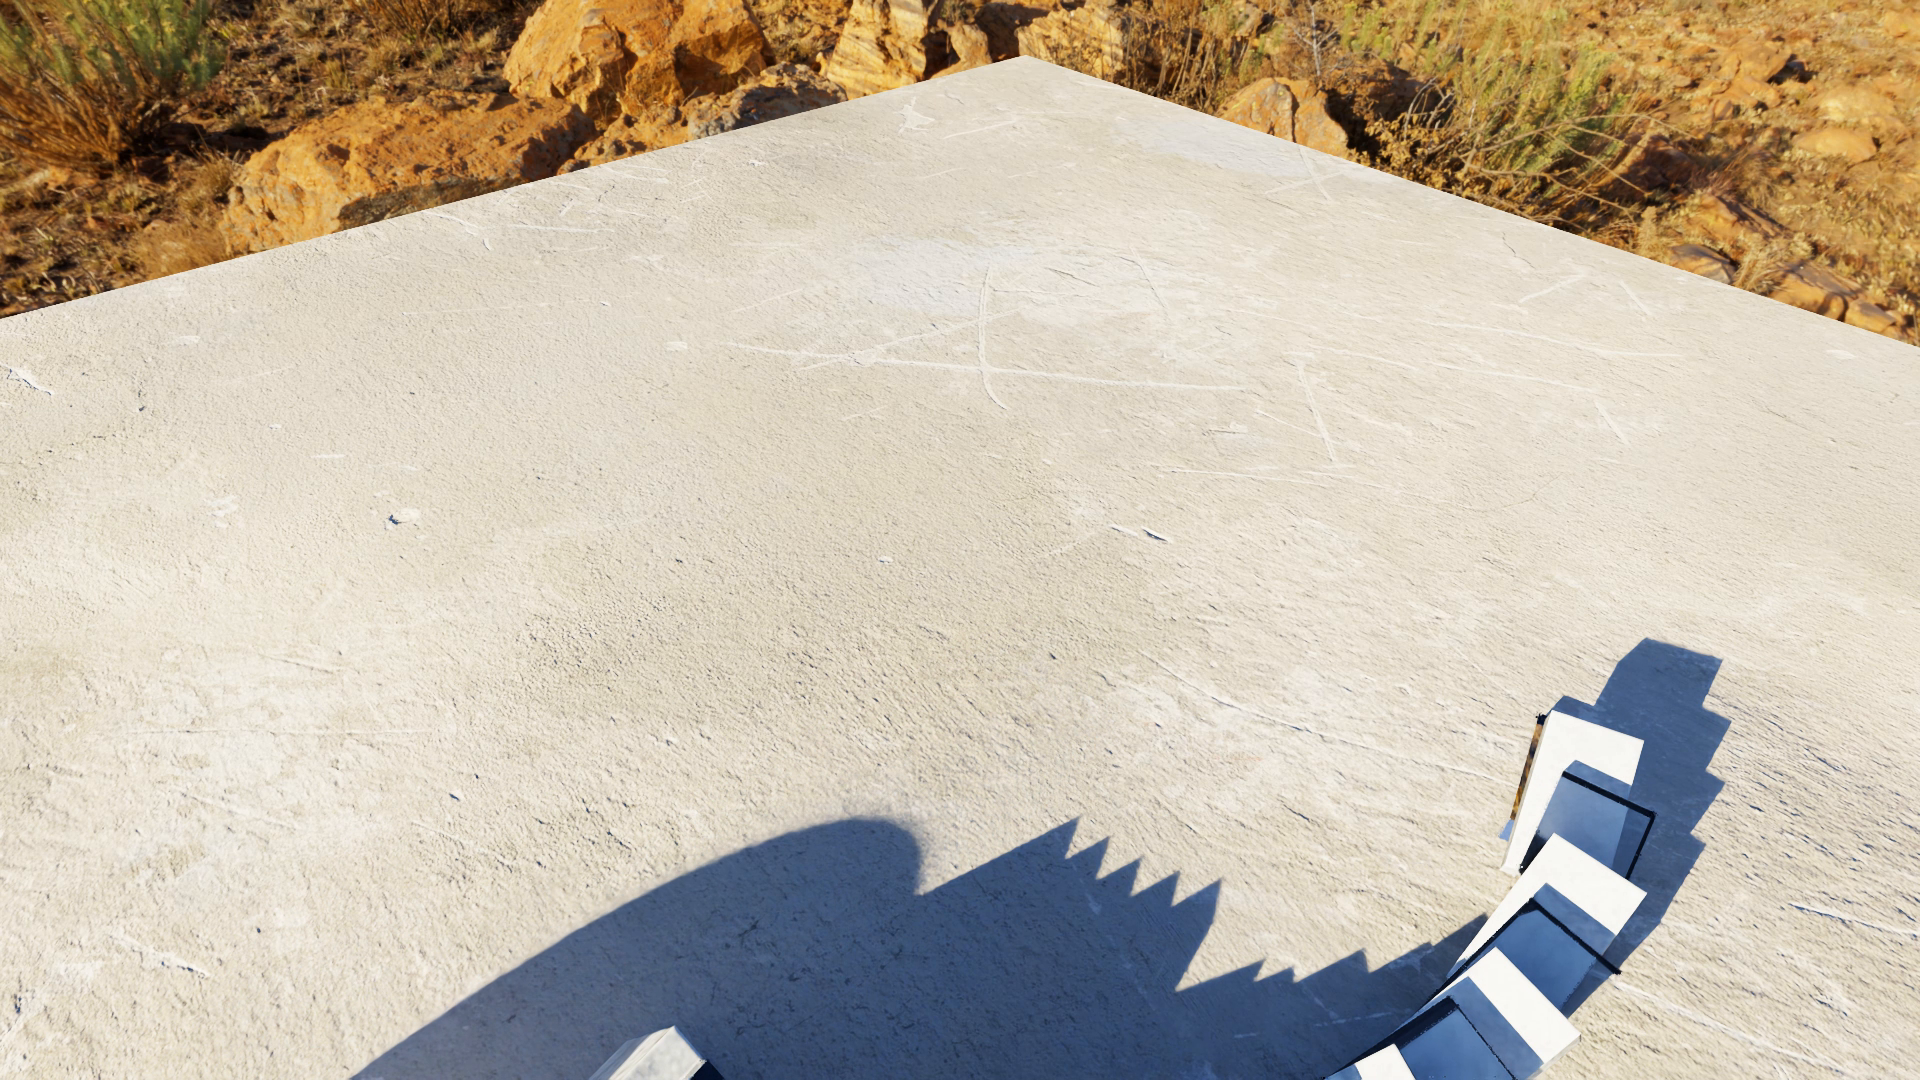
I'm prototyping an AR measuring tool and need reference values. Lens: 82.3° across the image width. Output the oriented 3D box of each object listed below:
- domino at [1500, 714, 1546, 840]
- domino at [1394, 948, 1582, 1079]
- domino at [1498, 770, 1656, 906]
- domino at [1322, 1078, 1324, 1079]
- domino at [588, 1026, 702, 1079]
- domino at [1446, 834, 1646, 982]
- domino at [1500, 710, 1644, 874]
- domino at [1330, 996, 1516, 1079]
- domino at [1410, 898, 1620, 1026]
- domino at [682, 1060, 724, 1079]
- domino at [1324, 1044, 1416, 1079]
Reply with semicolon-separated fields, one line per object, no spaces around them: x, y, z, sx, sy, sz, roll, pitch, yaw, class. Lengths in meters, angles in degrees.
0.190;0.079;0.347;0.025;0.010;0.050;21;44;24;domino
0.123;0.127;0.270;0.050;0.010;0.025;-39;47;-1;domino
0.172;0.094;0.310;0.025;0.010;0.050;26;75;25;domino
0.066;0.145;0.248;0.050;0.009;0.025;-28;39;11;domino
-0.079;0.129;0.257;0.009;0.050;0.025;49;52;1;domino
0.157;0.107;0.295;0.050;0.009;0.025;-47;54;-9;domino
0.181;0.079;0.326;0.025;0.010;0.050;19;72;23;domino
0.105;0.135;0.261;0.050;0.010;0.025;-35;44;2;domino
0.140;0.119;0.281;0.050;0.010;0.025;-41;50;-6;domino
-0.071;0.134;0.251;0.009;0.050;0.025;48;52;1;domino
0.086;0.141;0.254;0.050;0.009;0.025;-31;41;7;domino
